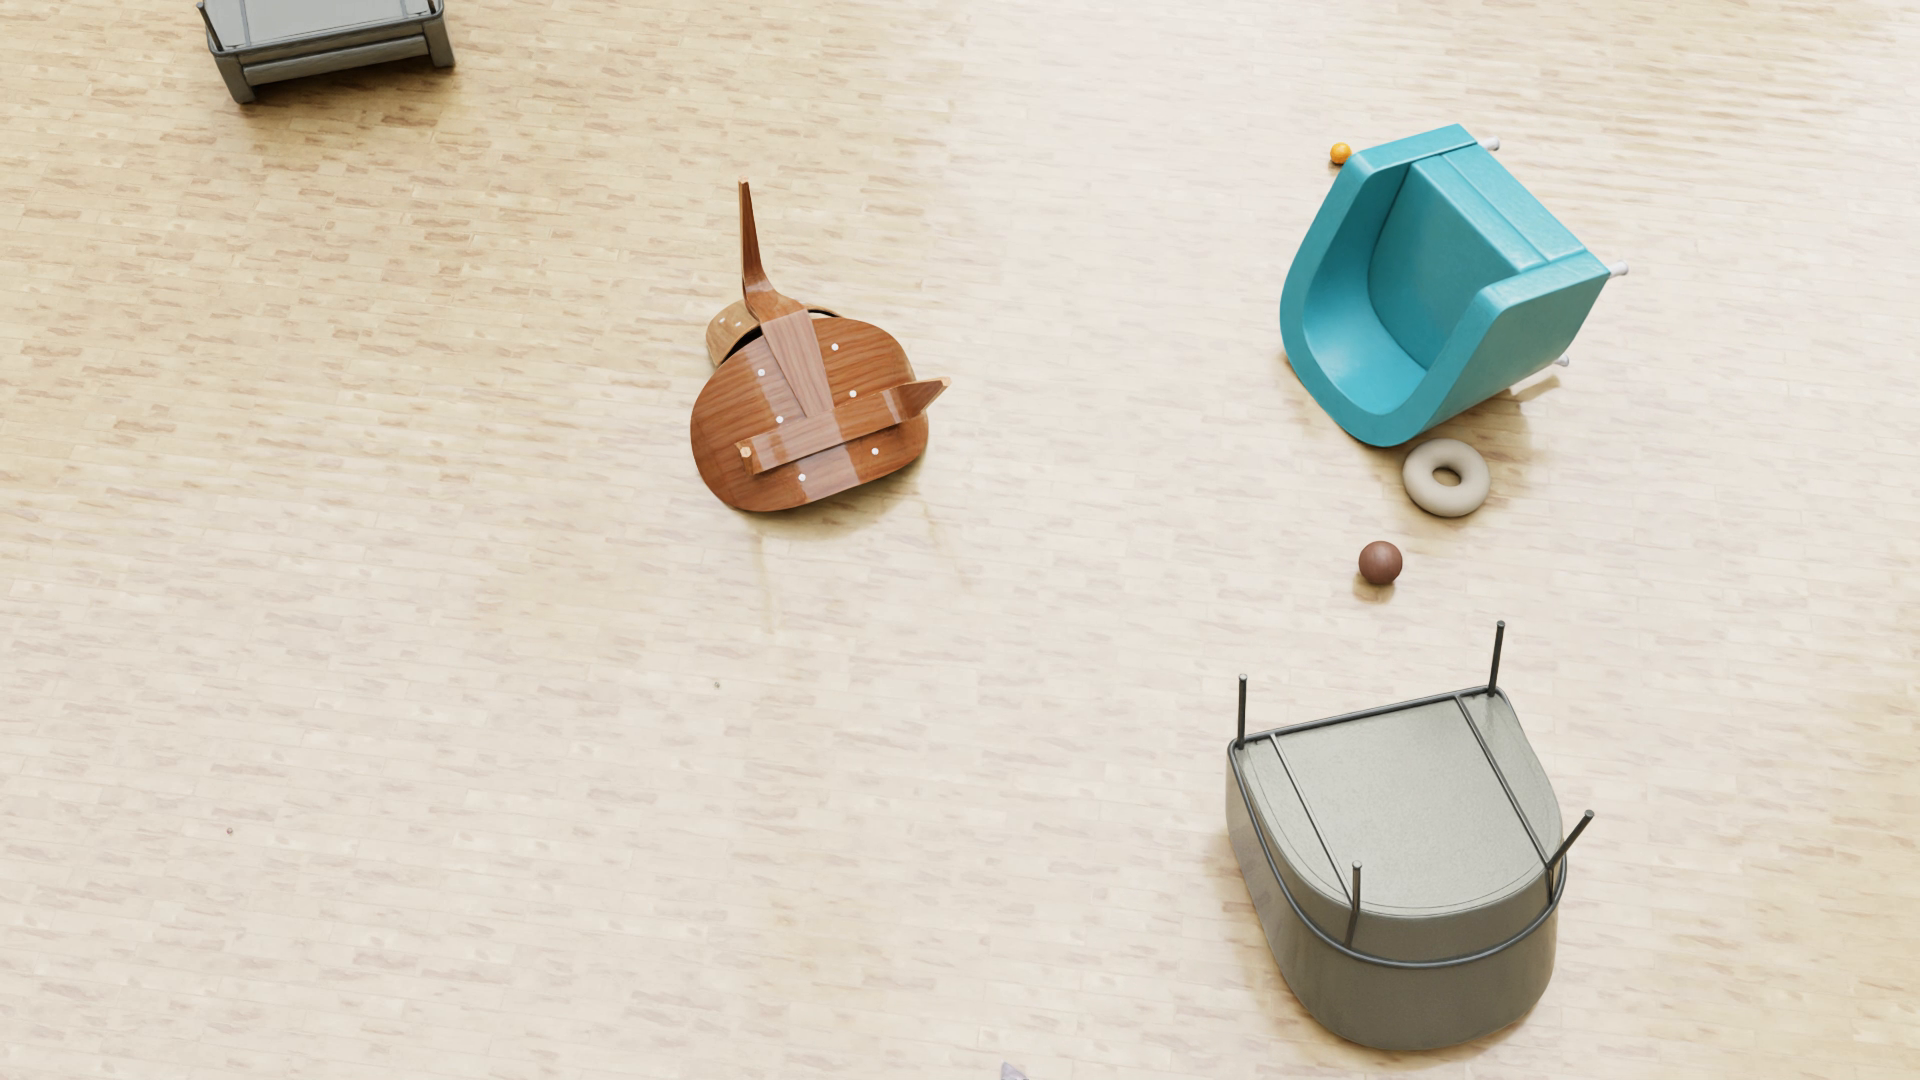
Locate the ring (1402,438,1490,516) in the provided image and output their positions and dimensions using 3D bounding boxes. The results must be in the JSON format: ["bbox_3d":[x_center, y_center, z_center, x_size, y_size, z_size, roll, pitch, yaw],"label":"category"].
[{"bbox_3d":[1.471,-0.190,6.647,0.264,0.092,0.272,-6,57,-5],"label":"ring"}]

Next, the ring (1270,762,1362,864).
[{"bbox_3d":[0.977,0.748,6.036,0.218,0.060,0.352,30,61,17],"label":"ring"}]

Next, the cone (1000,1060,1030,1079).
[{"bbox_3d":[0.139,1.387,5.604,0.157,0.133,0.185,12,26,-30],"label":"cone"}]

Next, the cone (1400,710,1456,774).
[{"bbox_3d":[1.343,0.593,6.130,0.197,0.168,0.154,-35,93,-48],"label":"cone"}]
